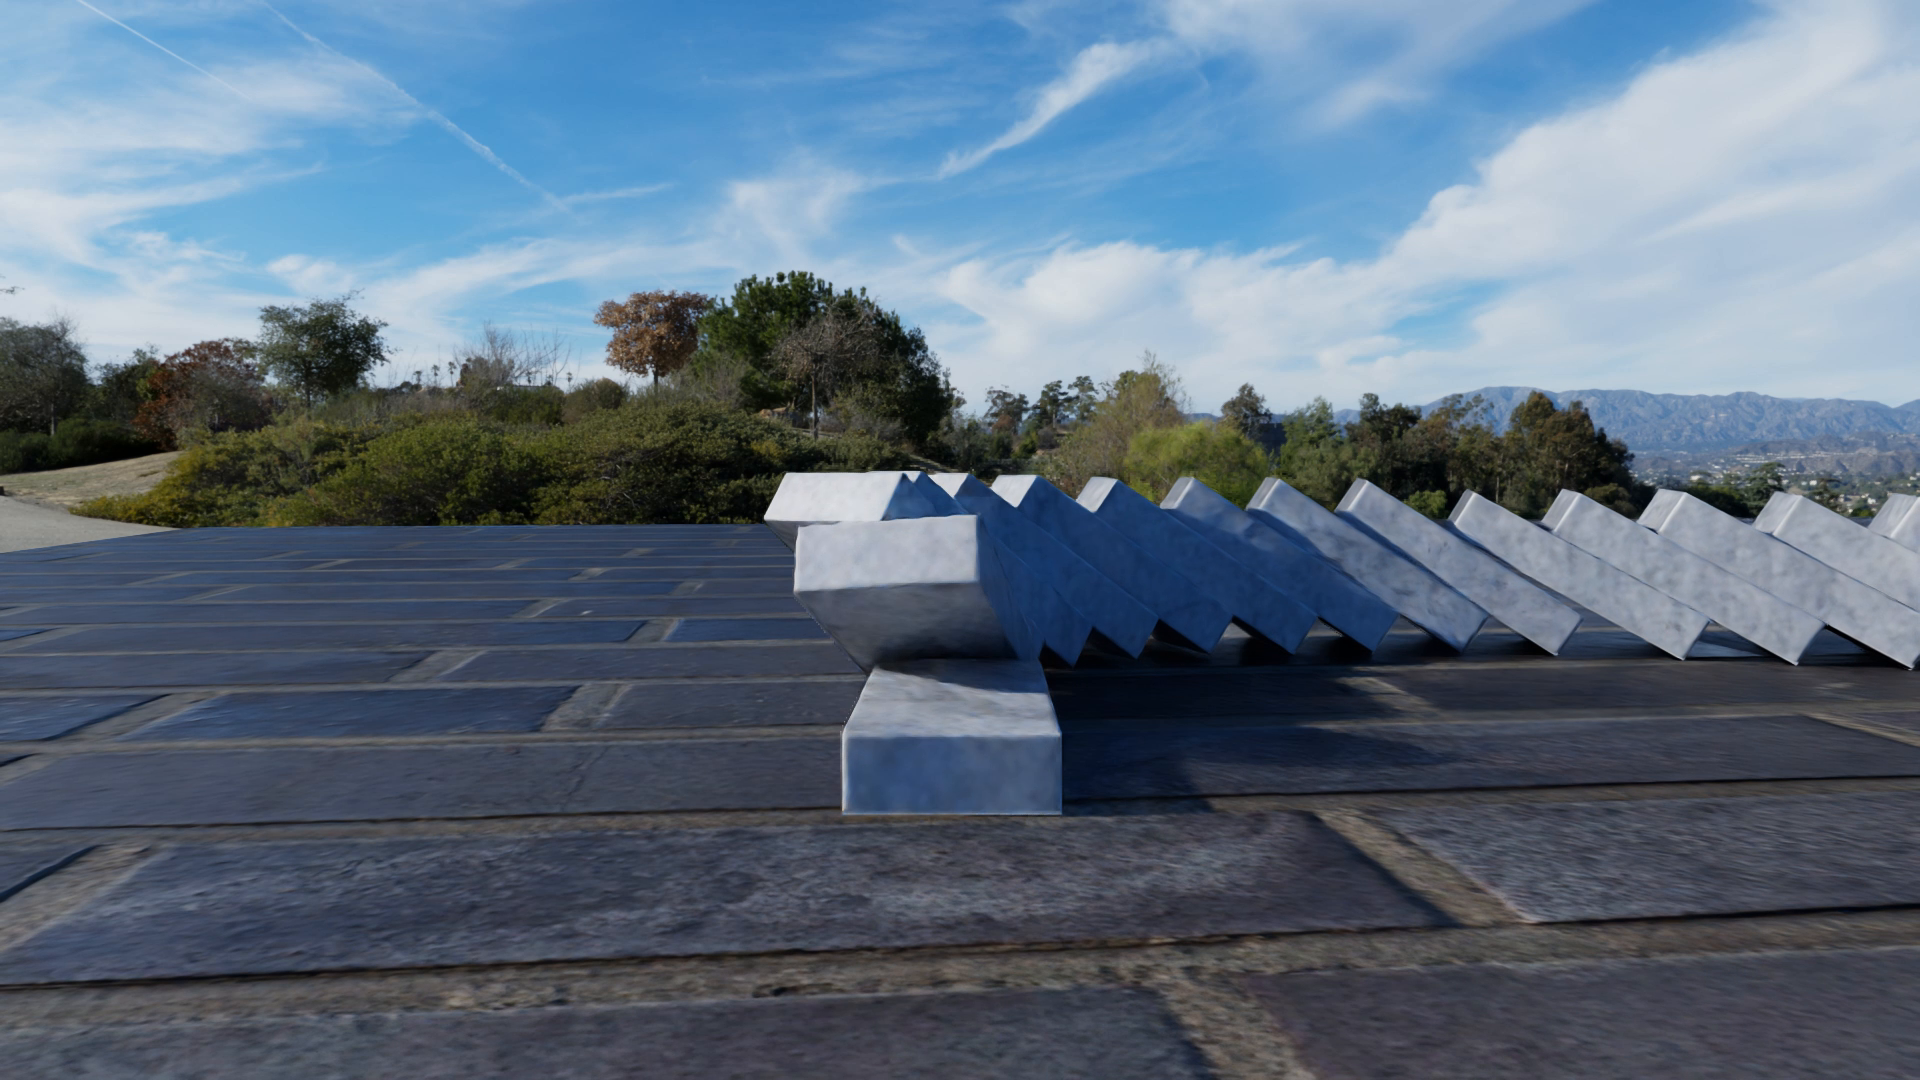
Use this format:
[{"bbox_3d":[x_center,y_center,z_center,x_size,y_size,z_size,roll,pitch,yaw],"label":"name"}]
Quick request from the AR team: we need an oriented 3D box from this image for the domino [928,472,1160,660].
[{"bbox_3d":[0.012,0.005,0.251,0.050,0.009,0.025,36,-13,-22],"label":"domino"}]

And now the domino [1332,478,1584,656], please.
[{"bbox_3d":[0.104,0.005,0.272,0.050,0.010,0.025,34,10,8],"label":"domino"}]

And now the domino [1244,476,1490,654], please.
[{"bbox_3d":[0.085,0.004,0.273,0.050,0.009,0.025,34,7,4],"label":"domino"}]

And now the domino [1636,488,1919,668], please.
[{"bbox_3d":[0.164,0.007,0.258,0.050,0.009,0.025,31,13,14],"label":"domino"}]

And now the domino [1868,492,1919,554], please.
[{"bbox_3d":[0.204,0.008,0.245,0.050,0.010,0.025,33,17,21],"label":"domino"}]

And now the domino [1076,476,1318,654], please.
[{"bbox_3d":[0.048,0.005,0.268,0.050,0.009,0.025,33,0,-7],"label":"domino"}]

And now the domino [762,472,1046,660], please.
[{"bbox_3d":[-0.008,0.007,0.219,0.025,0.010,0.050,2,-32,37],"label":"domino"}]

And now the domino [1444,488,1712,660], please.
[{"bbox_3d":[0.127,0.006,0.269,0.050,0.009,0.025,31,13,13],"label":"domino"}]

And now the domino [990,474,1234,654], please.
[{"bbox_3d":[0.029,0.005,0.261,0.050,0.009,0.025,34,-7,-15],"label":"domino"}]

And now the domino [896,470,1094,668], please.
[{"bbox_3d":[-0.001,0.006,0.236,0.025,0.010,0.050,2,-32,50],"label":"domino"}]

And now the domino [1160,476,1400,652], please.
[{"bbox_3d":[0.066,0.004,0.272,0.050,0.009,0.025,33,5,1],"label":"domino"}]

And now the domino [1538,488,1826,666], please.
[{"bbox_3d":[0.146,0.006,0.263,0.050,0.009,0.025,31,13,13],"label":"domino"}]

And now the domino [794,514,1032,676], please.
[{"bbox_3d":[-0.005,0.011,0.192,0.025,0.010,0.050,-4,-23,10],"label":"domino"}]

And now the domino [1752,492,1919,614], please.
[{"bbox_3d":[0.185,0.007,0.252,0.050,0.010,0.025,32,15,18],"label":"domino"}]

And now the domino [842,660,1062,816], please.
[{"bbox_3d":[-0.001,0.025,0.172,0.025,0.010,0.050,0,4,1],"label":"domino"}]
